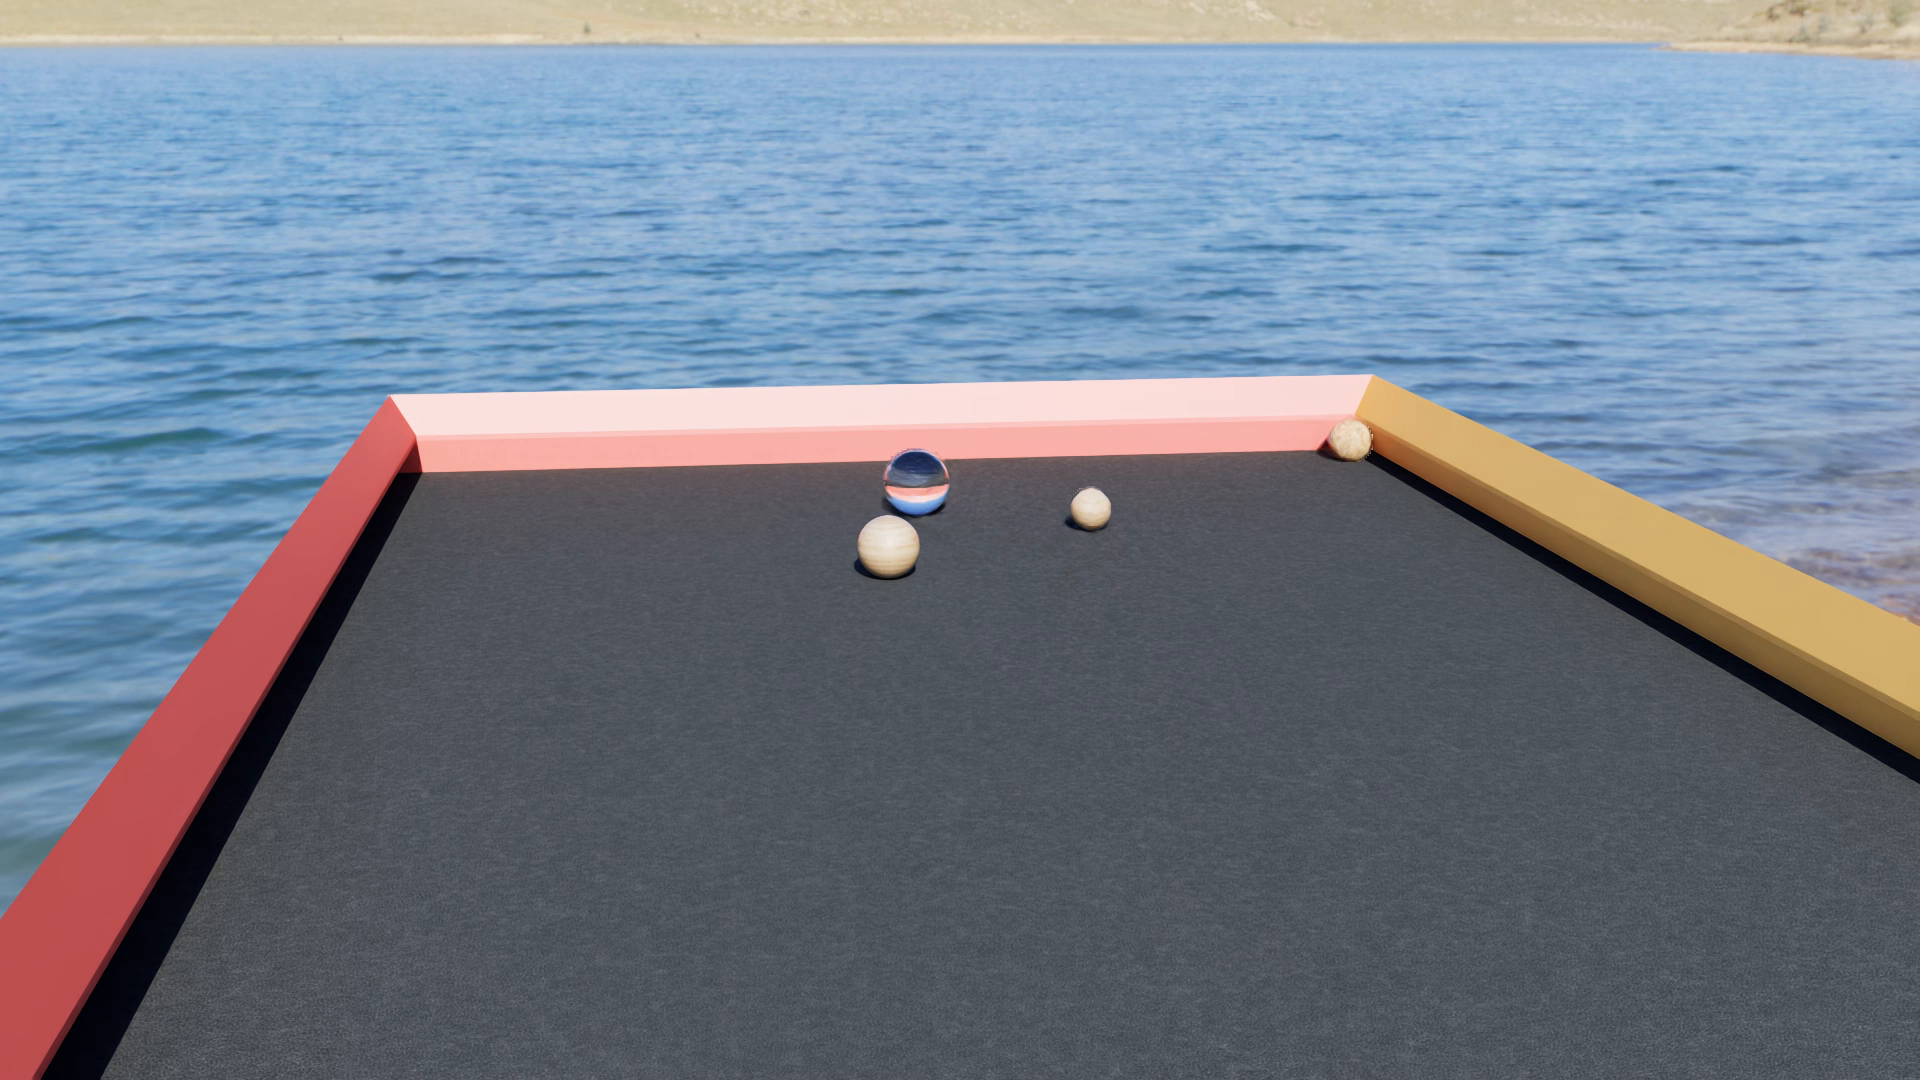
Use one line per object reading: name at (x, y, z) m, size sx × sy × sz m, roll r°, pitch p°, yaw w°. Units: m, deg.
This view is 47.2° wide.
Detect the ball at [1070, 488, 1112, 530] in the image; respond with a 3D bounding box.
ball at (0.188, -0.044, 3.160) m, size 0.060 × 0.060 × 0.060 m, roll 0°, pitch 13°, yaw 0°

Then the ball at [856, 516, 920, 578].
ball at (-0.093, 0.009, 2.874) m, size 0.083 × 0.083 × 0.083 m, roll 0°, pitch 13°, yaw 0°

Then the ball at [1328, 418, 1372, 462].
ball at (0.652, -0.167, 3.676) m, size 0.072 × 0.072 × 0.072 m, roll 0°, pitch 13°, yaw 0°

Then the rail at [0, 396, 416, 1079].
rail at (-0.687, 0.173, 2.044) m, size 0.045 × 0.127 × 3.168 m, roll -2°, pitch 13°, yaw -8°

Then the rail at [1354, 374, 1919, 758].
rail at (0.902, 0.125, 2.256) m, size 0.045 × 0.127 × 3.168 m, roll -2°, pitch 13°, yaw -8°

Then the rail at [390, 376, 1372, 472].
rail at (-0.104, -0.192, 3.658) m, size 1.651 × 0.127 × 0.045 m, roll -2°, pitch 13°, yaw -8°

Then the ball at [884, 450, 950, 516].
ball at (-0.064, -0.084, 3.255) m, size 0.098 × 0.098 × 0.098 m, roll 0°, pitch 13°, yaw 0°
